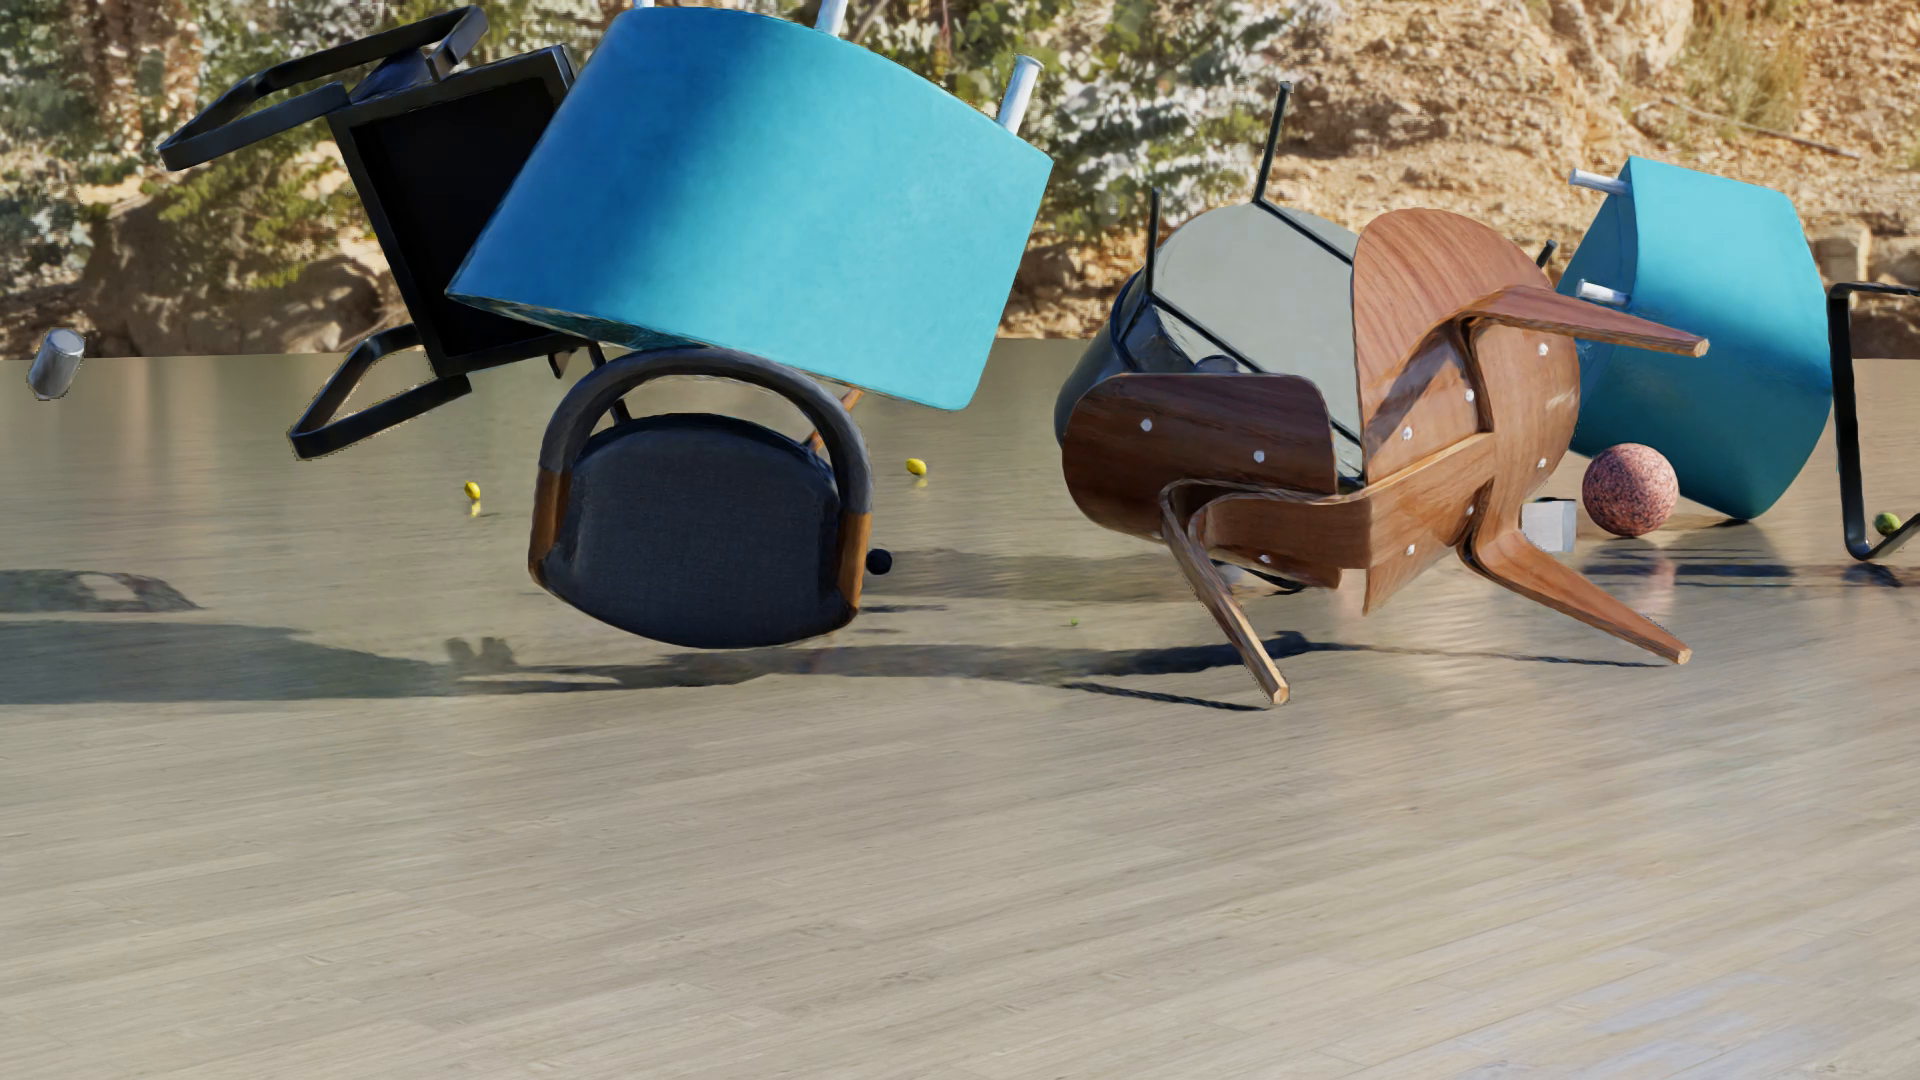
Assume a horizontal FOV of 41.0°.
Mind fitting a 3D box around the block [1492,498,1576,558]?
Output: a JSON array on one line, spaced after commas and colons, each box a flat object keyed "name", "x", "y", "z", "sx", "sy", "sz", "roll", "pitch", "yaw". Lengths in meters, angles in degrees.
[{"name": "block", "x": 1.366, "y": -0.031, "z": 6.100, "sx": 0.194, "sy": 0.125, "sz": 0.085, "roll": -4, "pitch": 8, "yaw": -36}]

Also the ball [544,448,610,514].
[{"name": "ball", "x": -1.061, "y": -0.162, "z": 7.100, "sx": 0.182, "sy": 0.182, "sz": 0.182, "roll": 0, "pitch": 6, "yaw": 0}]

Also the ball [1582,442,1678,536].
[{"name": "ball", "x": 1.693, "y": -0.127, "z": 6.486, "sx": 0.237, "sy": 0.237, "sz": 0.237, "roll": 0, "pitch": 6, "yaw": 0}]

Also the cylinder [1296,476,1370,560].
[{"name": "cylinder", "x": 0.866, "y": -0.051, "z": 5.954, "sx": 0.120, "sy": 0.164, "sz": 0.131, "roll": 21, "pitch": 3, "yaw": -2}]

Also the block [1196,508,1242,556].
[{"name": "block", "x": 0.610, "y": -0.020, "z": 6.025, "sx": 0.069, "sy": 0.111, "sz": 0.094, "roll": -2, "pitch": 2, "yaw": -22}]

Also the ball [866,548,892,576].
[{"name": "ball", "x": -0.171, "y": 0.046, "z": 5.404, "sx": 0.057, "sy": 0.057, "sz": 0.057, "roll": 0, "pitch": 6, "yaw": 0}]
